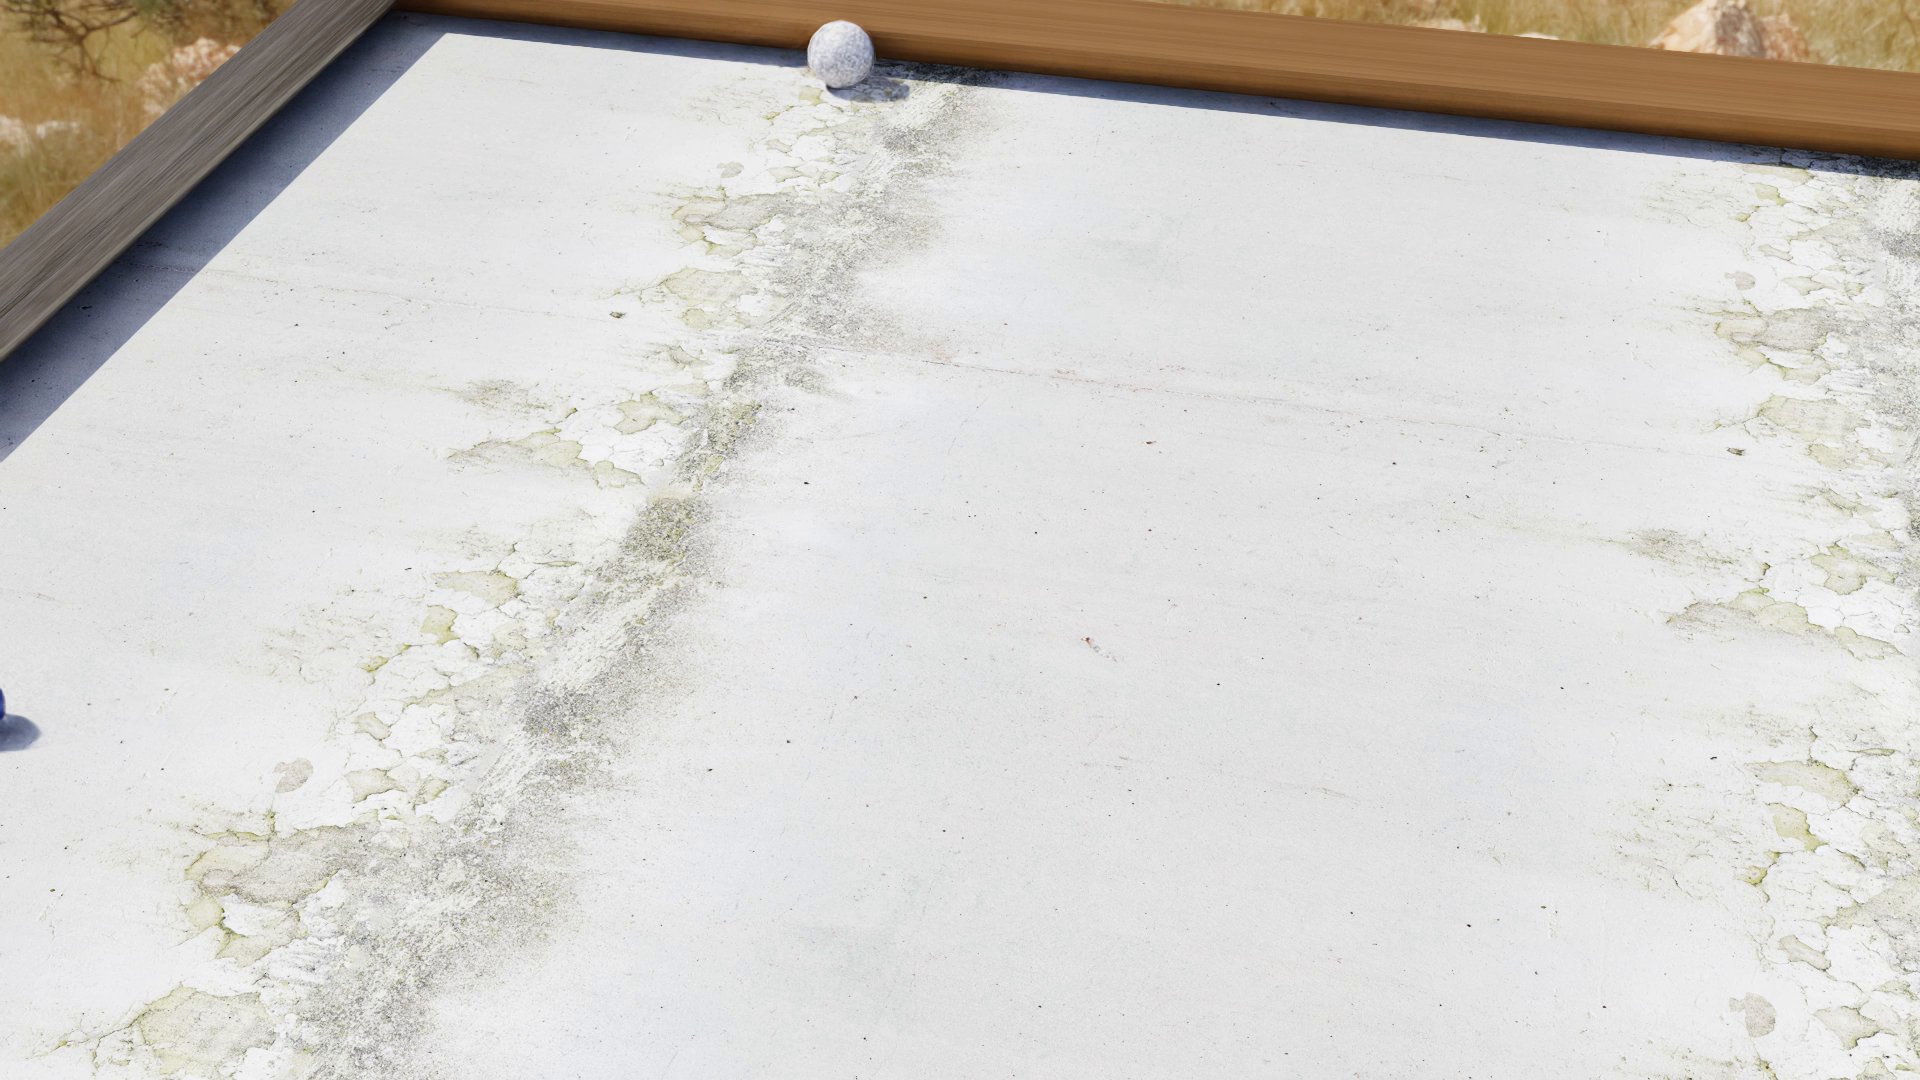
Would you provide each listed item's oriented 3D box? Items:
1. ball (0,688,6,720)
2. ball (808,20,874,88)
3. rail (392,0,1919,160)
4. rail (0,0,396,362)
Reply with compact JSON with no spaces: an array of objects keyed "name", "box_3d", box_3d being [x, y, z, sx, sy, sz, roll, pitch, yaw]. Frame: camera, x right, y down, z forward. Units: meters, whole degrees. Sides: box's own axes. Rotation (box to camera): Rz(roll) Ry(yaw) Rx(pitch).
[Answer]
[{"name":"ball","box_3d":[-0.708,0.118,1.843,0.044,0.044,0.044,0,34,0]},{"name":"ball","box_3d":[-0.129,-0.524,2.770,0.071,0.071,0.071,0,34,0]},{"name":"rail","box_3d":[1.103,-0.399,2.563,3.638,0.094,0.045,8,35,11]},{"name":"rail","box_3d":[-0.861,-0.133,2.168,0.045,0.094,1.903,8,35,11]}]
